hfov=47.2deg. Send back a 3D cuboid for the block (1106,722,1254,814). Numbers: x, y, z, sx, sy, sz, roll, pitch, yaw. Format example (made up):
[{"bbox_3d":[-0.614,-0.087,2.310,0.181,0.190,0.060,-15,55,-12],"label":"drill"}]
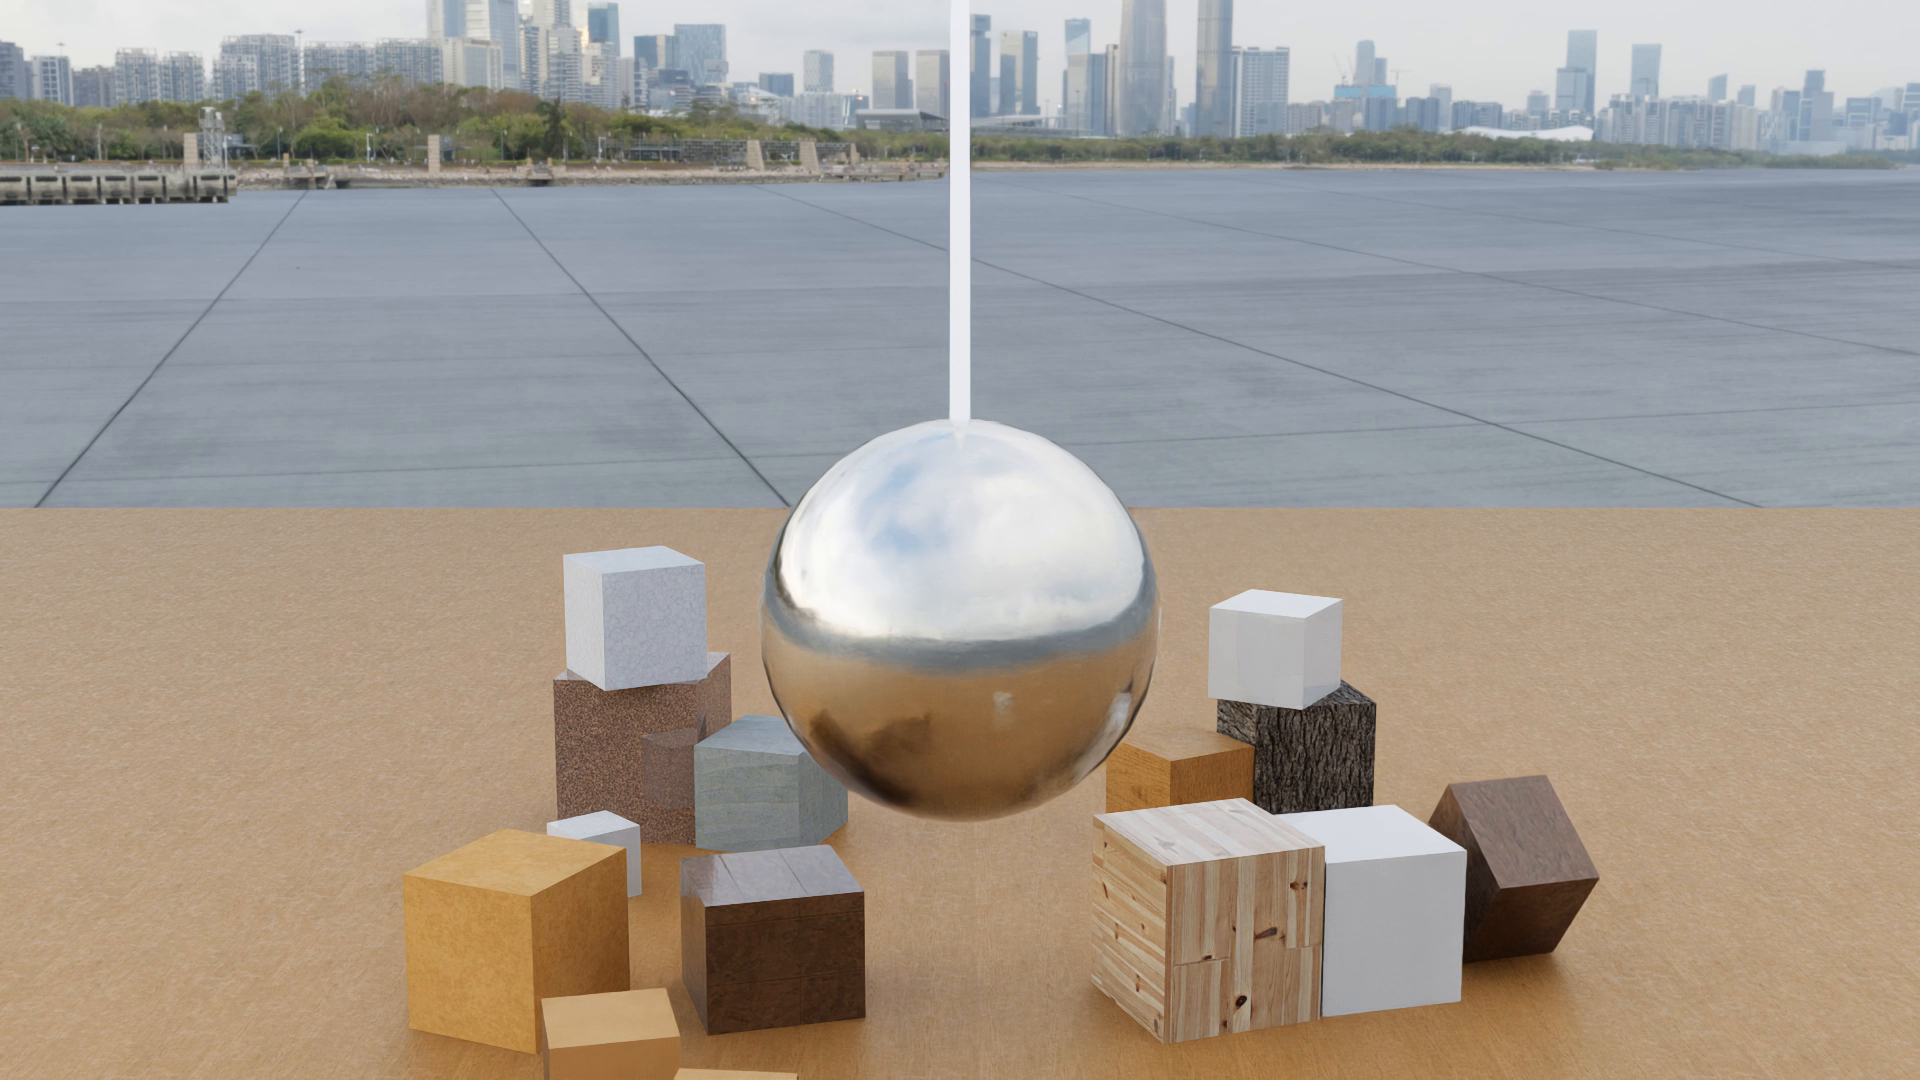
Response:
[{"bbox_3d":[1.112,1.268,11.162,0.522,0.512,0.547,-6,12,-30],"label":"block"}]

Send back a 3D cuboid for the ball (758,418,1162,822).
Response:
[{"bbox_3d":[0.000,0.316,8.745,1.600,1.600,1.600,0,10,0],"label":"ball"}]

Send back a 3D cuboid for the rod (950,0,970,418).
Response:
[{"bbox_3d":[0.000,-2.985,9.557,0.080,5.200,0.080,0,-14,0],"label":"rod"}]

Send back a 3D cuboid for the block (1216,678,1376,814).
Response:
[{"bbox_3d":[1.730,1.124,11.403,0.633,0.709,0.641,-2,10,-11],"label":"block"}]

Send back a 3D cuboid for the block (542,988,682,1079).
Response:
[{"bbox_3d":[-1.252,1.910,7.885,0.452,0.421,0.463,-3,11,-14],"label":"block"}]

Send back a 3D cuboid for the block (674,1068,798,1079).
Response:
[{"bbox_3d":[-0.760,2.030,7.153,0.404,0.445,0.456,1,10,6],"label":"block"}]

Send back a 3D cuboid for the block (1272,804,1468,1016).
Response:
[{"bbox_3d":[1.680,1.544,9.254,0.623,0.650,0.655,-3,11,-15],"label":"block"}]

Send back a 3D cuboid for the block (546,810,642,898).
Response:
[{"bbox_3d":[-1.723,1.502,10.363,0.320,0.338,0.309,-8,13,-39],"label":"block"}]

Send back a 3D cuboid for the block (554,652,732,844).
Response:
[{"bbox_3d":[-1.630,1.058,11.416,0.739,0.834,0.702,1,10,8],"label":"block"}]

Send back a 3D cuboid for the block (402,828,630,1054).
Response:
[{"bbox_3d":[-1.788,1.609,8.919,0.615,0.644,0.657,5,11,25],"label":"block"}]

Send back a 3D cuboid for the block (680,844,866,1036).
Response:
[{"bbox_3d":[-0.780,1.635,9.071,0.645,0.537,0.624,-3,11,-16],"label":"block"}]

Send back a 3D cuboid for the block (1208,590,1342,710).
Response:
[{"bbox_3d":[1.616,0.552,11.256,0.510,0.468,0.533,6,12,30],"label":"block"}]

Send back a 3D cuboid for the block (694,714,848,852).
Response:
[{"bbox_3d":[-0.956,1.247,11.220,0.561,0.532,0.656,3,11,18],"label":"block"}]

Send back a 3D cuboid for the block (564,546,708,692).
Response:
[{"bbox_3d":[-1.647,0.386,11.136,0.541,0.588,0.570,-6,12,-29],"label":"block"}]

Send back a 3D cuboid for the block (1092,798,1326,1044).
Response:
[{"bbox_3d":[1.005,1.543,9.029,0.701,0.733,0.697,-4,11,-20],"label":"block"}]

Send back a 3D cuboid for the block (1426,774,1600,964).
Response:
[{"bbox_3d":[2.349,1.428,9.548,0.477,0.556,0.552,-3,47,-17],"label":"block"}]
